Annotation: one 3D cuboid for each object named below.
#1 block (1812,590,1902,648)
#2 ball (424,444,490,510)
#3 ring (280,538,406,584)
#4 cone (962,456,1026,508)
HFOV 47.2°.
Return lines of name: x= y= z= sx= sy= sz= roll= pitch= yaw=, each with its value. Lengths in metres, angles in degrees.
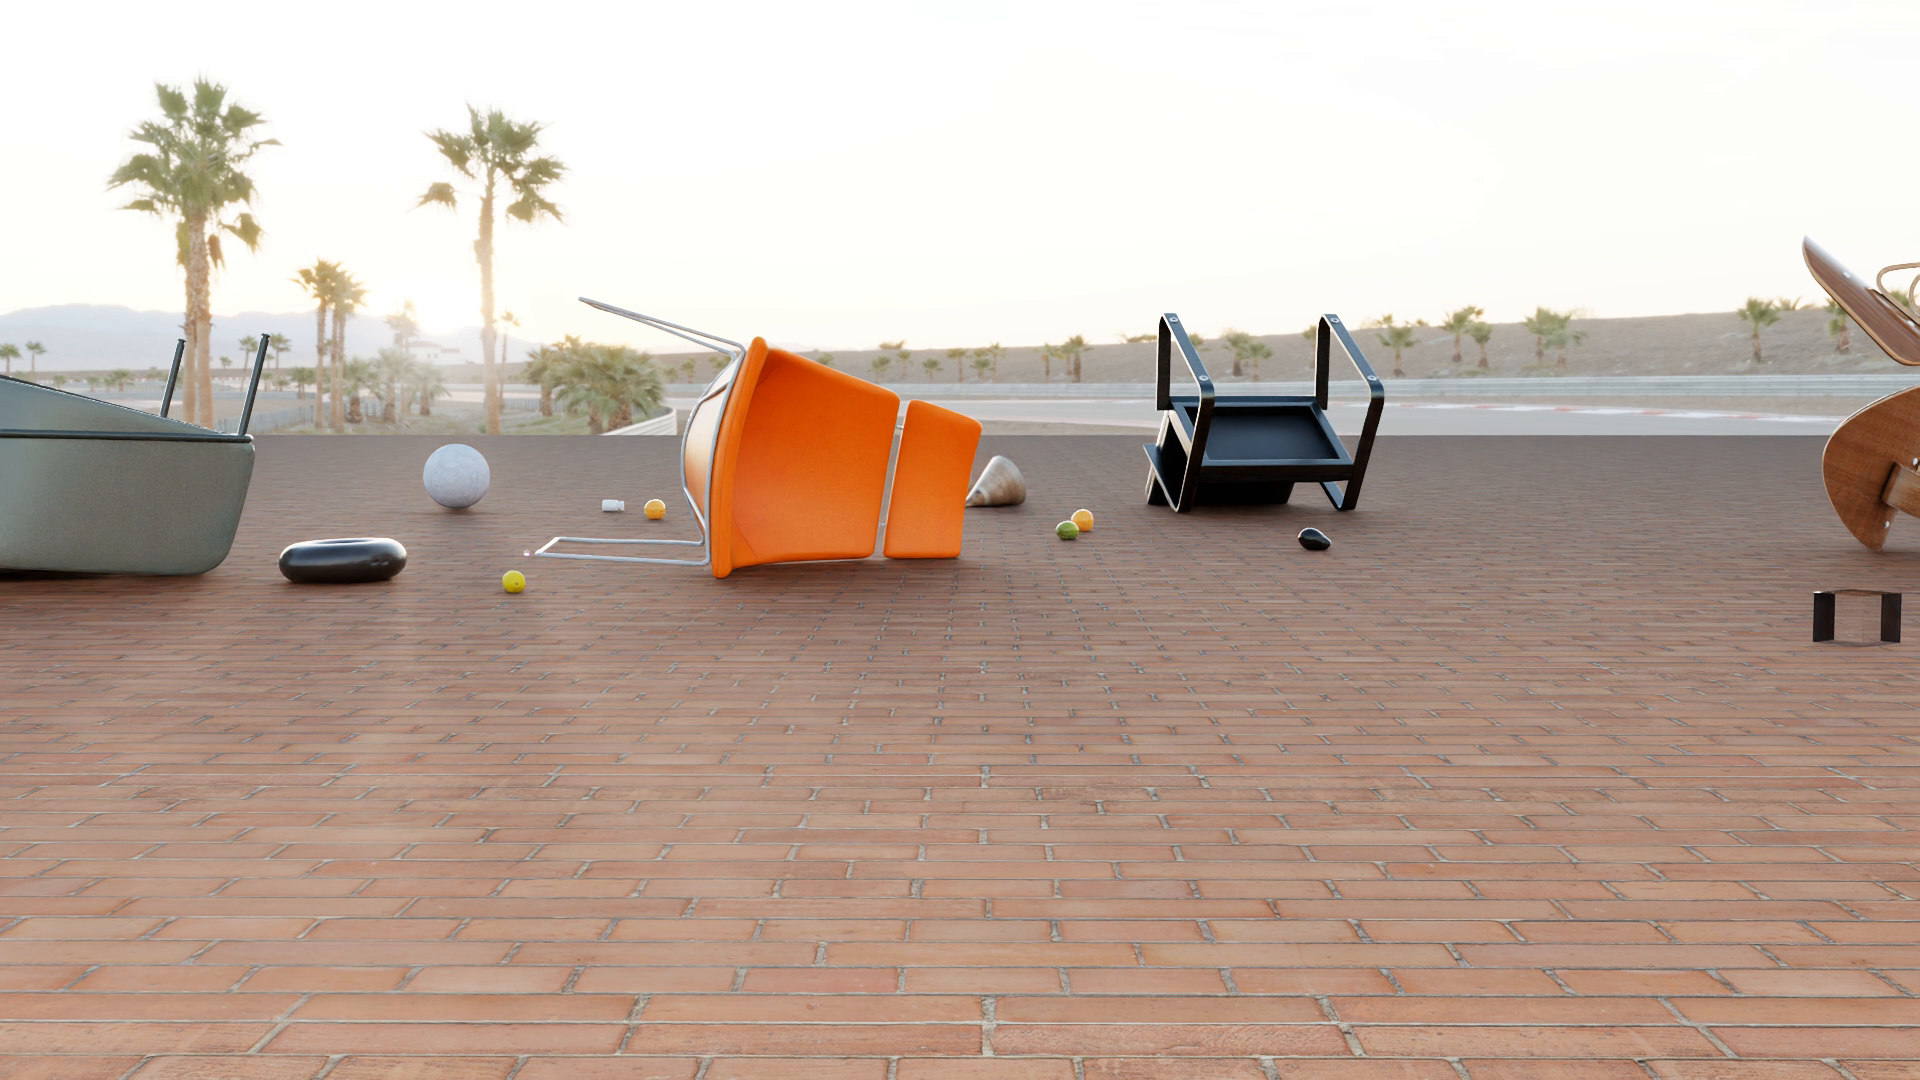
block: x=1.589 y=0.137 z=3.894 sx=0.114 sy=0.089 sz=0.097 roll=-3 pitch=5 yaw=-35
ball: x=-1.882 y=-0.238 z=8.225 sx=0.245 sy=0.245 sz=0.245 roll=0 pitch=4 yaw=0
ring: x=-1.452 y=0.049 z=5.181 sx=0.268 sy=0.091 sz=0.306 roll=1 pitch=5 yaw=36
cone: x=0.094 y=-0.176 z=8.404 sx=0.229 sy=0.208 sz=0.254 roll=-30 pitch=-1 yaw=-26
